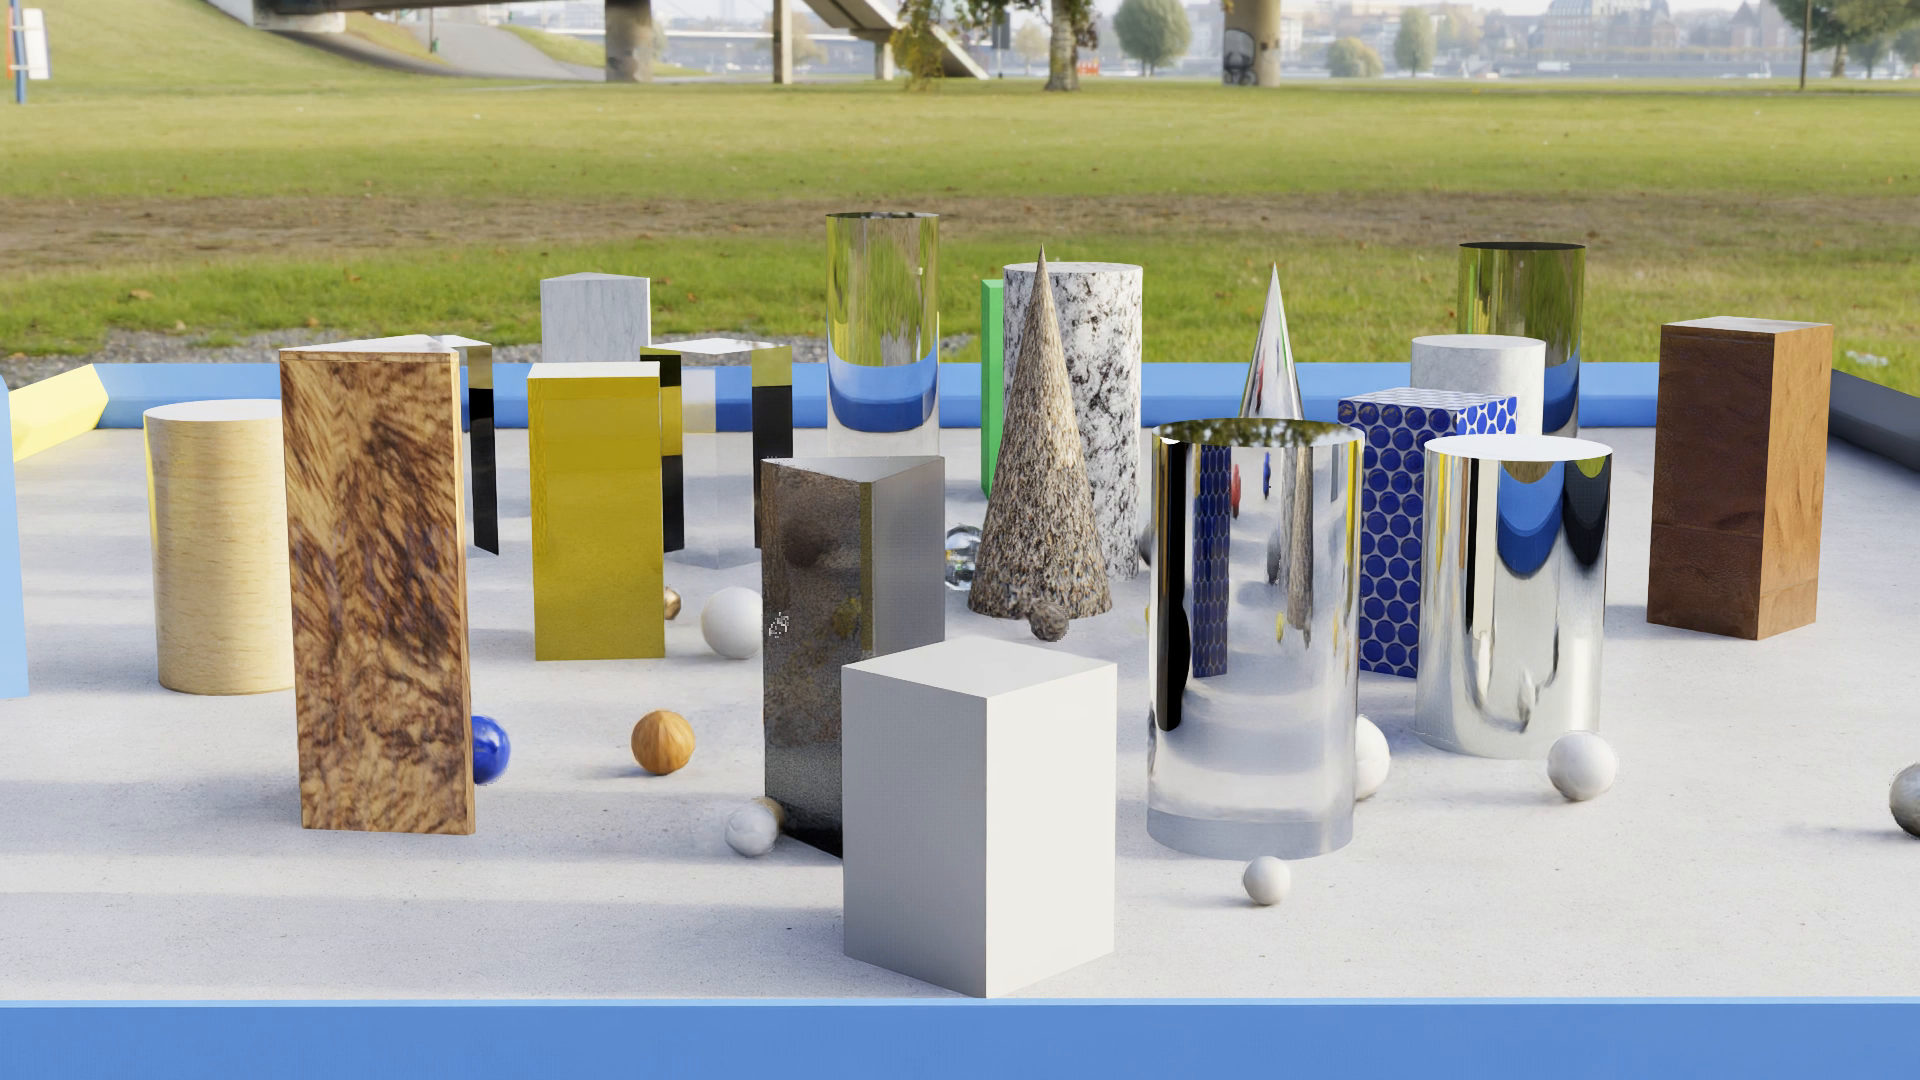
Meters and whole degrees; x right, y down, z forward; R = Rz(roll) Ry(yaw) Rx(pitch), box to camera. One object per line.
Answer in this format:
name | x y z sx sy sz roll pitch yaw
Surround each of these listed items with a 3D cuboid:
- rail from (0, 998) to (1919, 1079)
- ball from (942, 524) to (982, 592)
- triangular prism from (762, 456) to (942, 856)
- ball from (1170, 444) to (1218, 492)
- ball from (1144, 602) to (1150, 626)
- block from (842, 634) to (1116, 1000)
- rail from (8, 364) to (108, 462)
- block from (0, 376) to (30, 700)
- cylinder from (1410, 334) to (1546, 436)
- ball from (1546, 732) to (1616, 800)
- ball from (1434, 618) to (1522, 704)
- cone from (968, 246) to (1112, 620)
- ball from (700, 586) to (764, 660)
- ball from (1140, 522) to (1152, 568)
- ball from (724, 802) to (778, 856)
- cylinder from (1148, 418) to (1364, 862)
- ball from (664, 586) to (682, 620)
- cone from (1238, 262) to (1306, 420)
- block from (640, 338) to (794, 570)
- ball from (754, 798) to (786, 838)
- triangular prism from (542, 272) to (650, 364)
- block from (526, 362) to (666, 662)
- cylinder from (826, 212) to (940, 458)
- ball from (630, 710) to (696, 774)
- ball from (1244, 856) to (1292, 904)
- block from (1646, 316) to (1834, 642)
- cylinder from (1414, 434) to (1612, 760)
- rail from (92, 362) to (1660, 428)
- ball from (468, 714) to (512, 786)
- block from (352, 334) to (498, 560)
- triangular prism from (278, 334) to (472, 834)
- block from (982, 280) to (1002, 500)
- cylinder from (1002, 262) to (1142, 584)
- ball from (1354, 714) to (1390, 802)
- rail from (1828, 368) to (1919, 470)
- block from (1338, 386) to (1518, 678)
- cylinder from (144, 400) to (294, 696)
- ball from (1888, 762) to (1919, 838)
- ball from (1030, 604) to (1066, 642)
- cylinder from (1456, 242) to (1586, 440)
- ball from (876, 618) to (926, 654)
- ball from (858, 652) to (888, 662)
rail | 0.010 0.358 1.695 3.505 0.129 0.045 0 10 0
ball | 0.004 0.025 3.593 0.094 0.094 0.094 0 10 0
triangular prism | -0.077 0.104 2.437 0.149 0.359 0.172 -8 13 -36
ball | 0.404 -0.124 4.437 0.081 0.081 0.081 0 10 0
ball | 0.263 0.097 3.346 0.044 0.044 0.044 0 10 0
block | 0.016 0.222 2.110 0.159 0.246 0.159 9 14 42
rail | -1.729 0.035 3.439 0.045 0.129 3.614 0 10 0
block | -1.192 -0.002 3.008 0.159 0.360 0.159 -4 11 -23
cylinder | 0.781 -0.144 3.896 0.198 0.317 0.198 0 10 0
ball | 0.624 0.227 2.574 0.069 0.069 0.069 0 10 0
ball | 0.597 0.140 2.958 0.099 0.099 0.099 0 10 0
cone | 0.109 -0.154 3.461 0.198 0.494 0.198 0 10 0
ball | -0.277 0.103 3.185 0.090 0.090 0.090 0 10 0
ball | 0.302 0.008 3.711 0.085 0.085 0.085 0 10 0
ball | -0.195 0.270 2.393 0.050 0.050 0.050 0 10 0
cylinder | 0.279 0.089 2.439 0.198 0.388 0.198 0 10 0
ball | -0.393 0.084 3.410 0.044 0.044 0.044 0 10 0
cone | 0.436 -0.161 3.598 0.198 0.459 0.198 0 10 0
block | -0.362 -0.132 3.832 0.159 0.317 0.159 9 14 40
ball | -0.186 0.266 2.440 0.041 0.041 0.041 0 10 0
triangular prism | -0.606 -0.243 4.241 0.172 0.386 0.149 -3 11 -14
block | -0.455 -0.039 3.230 0.159 0.353 0.159 -1 11 -6
cylinder | -0.135 -0.336 4.516 0.198 0.469 0.198 0 10 0
ball | -0.309 0.210 2.669 0.067 0.067 0.067 0 10 0
ball | 0.270 0.299 2.256 0.042 0.042 0.042 0 10 0
block | 1.021 -0.085 3.362 0.159 0.395 0.159 10 15 44
cylinder | 0.600 0.058 2.791 0.198 0.321 0.198 0 10 0
rail | -0.010 -0.291 5.202 3.505 0.129 0.045 0 10 0
ball | -0.497 0.215 2.629 0.073 0.073 0.073 0 10 0
block | -0.803 -0.138 3.855 0.159 0.319 0.159 -6 12 -31
triangular prism | -0.543 0.039 2.503 0.172 0.464 0.149 1 11 7
block | 0.122 -0.257 4.379 0.159 0.363 0.159 -1 11 -4
cylinder | 0.160 -0.171 3.695 0.198 0.443 0.198 0 10 0
ball | 0.386 0.218 2.567 0.089 0.089 0.089 0 10 0
rail | 1.729 0.031 3.459 0.045 0.129 3.614 0 10 0
block | 0.568 -0.011 3.141 0.159 0.329 0.159 8 13 37
cylinder | -0.864 0.005 3.070 0.198 0.324 0.198 0 10 0
ball | 0.924 0.248 2.443 0.075 0.075 0.075 0 10 0
ball | 0.113 0.106 3.285 0.047 0.047 0.047 0 10 0
cylinder | 0.900 -0.254 4.148 0.198 0.441 0.198 0 10 0
ball | -0.072 0.125 3.148 0.060 0.060 0.060 0 10 0
ball | -0.093 0.161 2.937 0.066 0.066 0.066 0 10 0
